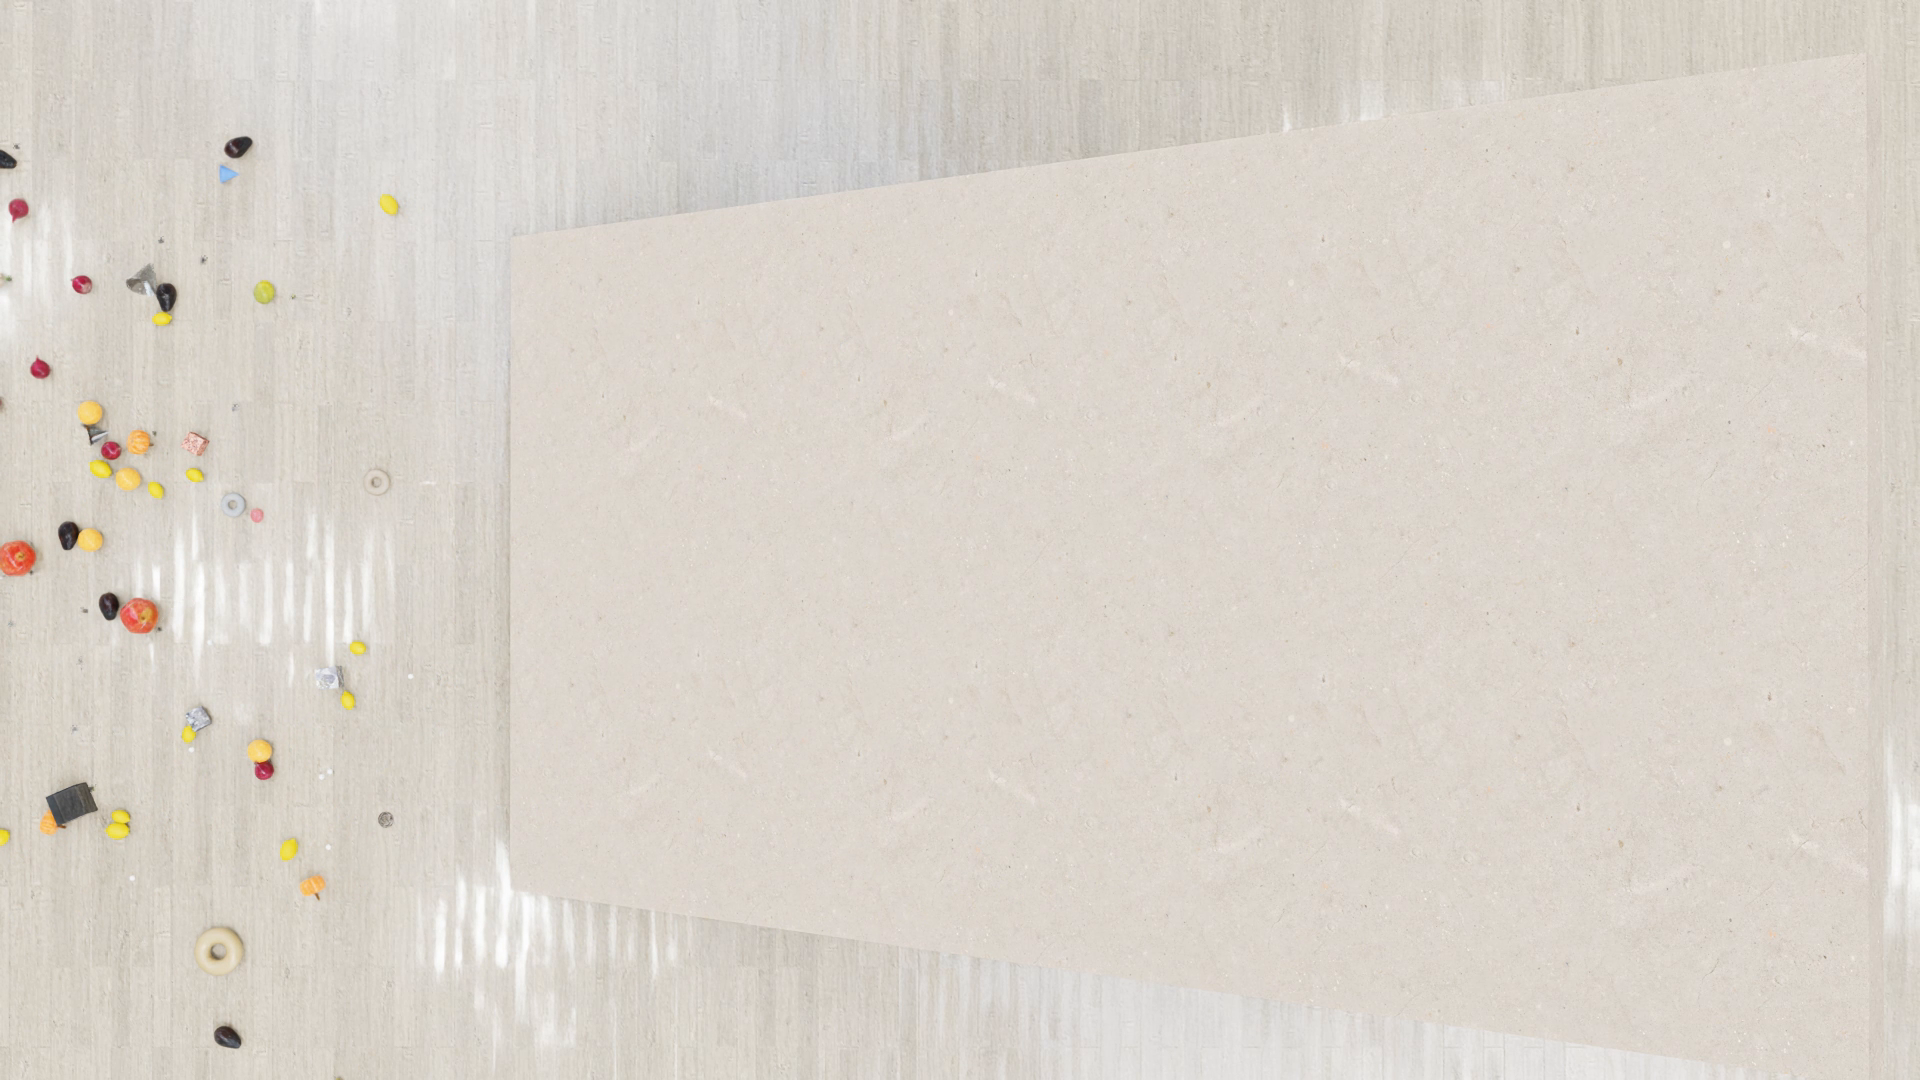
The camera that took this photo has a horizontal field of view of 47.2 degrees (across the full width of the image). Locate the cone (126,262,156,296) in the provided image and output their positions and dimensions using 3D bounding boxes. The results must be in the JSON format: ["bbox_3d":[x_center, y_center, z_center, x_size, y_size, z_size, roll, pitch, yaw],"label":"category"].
[{"bbox_3d":[-2.519,-0.822,6.803,0.095,0.095,0.095,9,63,0],"label":"cone"}]

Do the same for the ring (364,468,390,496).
[{"bbox_3d":[-1.805,-0.179,6.806,0.084,0.028,0.084,0,89,1],"label":"ring"}]

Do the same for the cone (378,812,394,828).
[{"bbox_3d":[-1.778,0.866,6.788,0.050,0.050,0.050,0,90,0],"label":"cone"}]

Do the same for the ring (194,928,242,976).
[{"bbox_3d":[-2.288,1.270,6.786,0.148,0.049,0.148,0,88,0],"label":"ring"}]

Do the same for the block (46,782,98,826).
[{"bbox_3d":[-2.732,0.812,6.766,0.096,0.096,0.096,-23,90,0],"label":"block"}]

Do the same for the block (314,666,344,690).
[{"bbox_3d":[-1.944,0.426,6.783,0.065,0.065,0.065,-8,90,0],"label":"block"}]

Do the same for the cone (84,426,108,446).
[{"bbox_3d":[-2.666,-0.327,6.806,0.067,0.067,0.067,-14,90,-27],"label":"cone"}]

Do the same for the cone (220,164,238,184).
[{"bbox_3d":[-2.261,-1.134,6.814,0.057,0.057,0.057,-4,90,-27],"label":"cone"}]

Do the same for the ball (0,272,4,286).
[{"bbox_3d":[-2.983,-0.806,6.796,0.056,0.056,0.056,0,90,0],"label":"ball"}]

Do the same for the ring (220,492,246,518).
[{"bbox_3d":[-2.250,-0.109,6.807,0.077,0.026,0.077,0,90,-1],"label":"ring"}]

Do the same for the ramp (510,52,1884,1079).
[{"bbox_3d":[0.220,0.063,5.536,4.000,0.100,2.000,0,90,38],"label":"ramp"}]

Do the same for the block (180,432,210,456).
[{"bbox_3d":[-2.363,-0.297,6.794,0.054,0.054,0.054,29,90,0],"label":"block"}]
